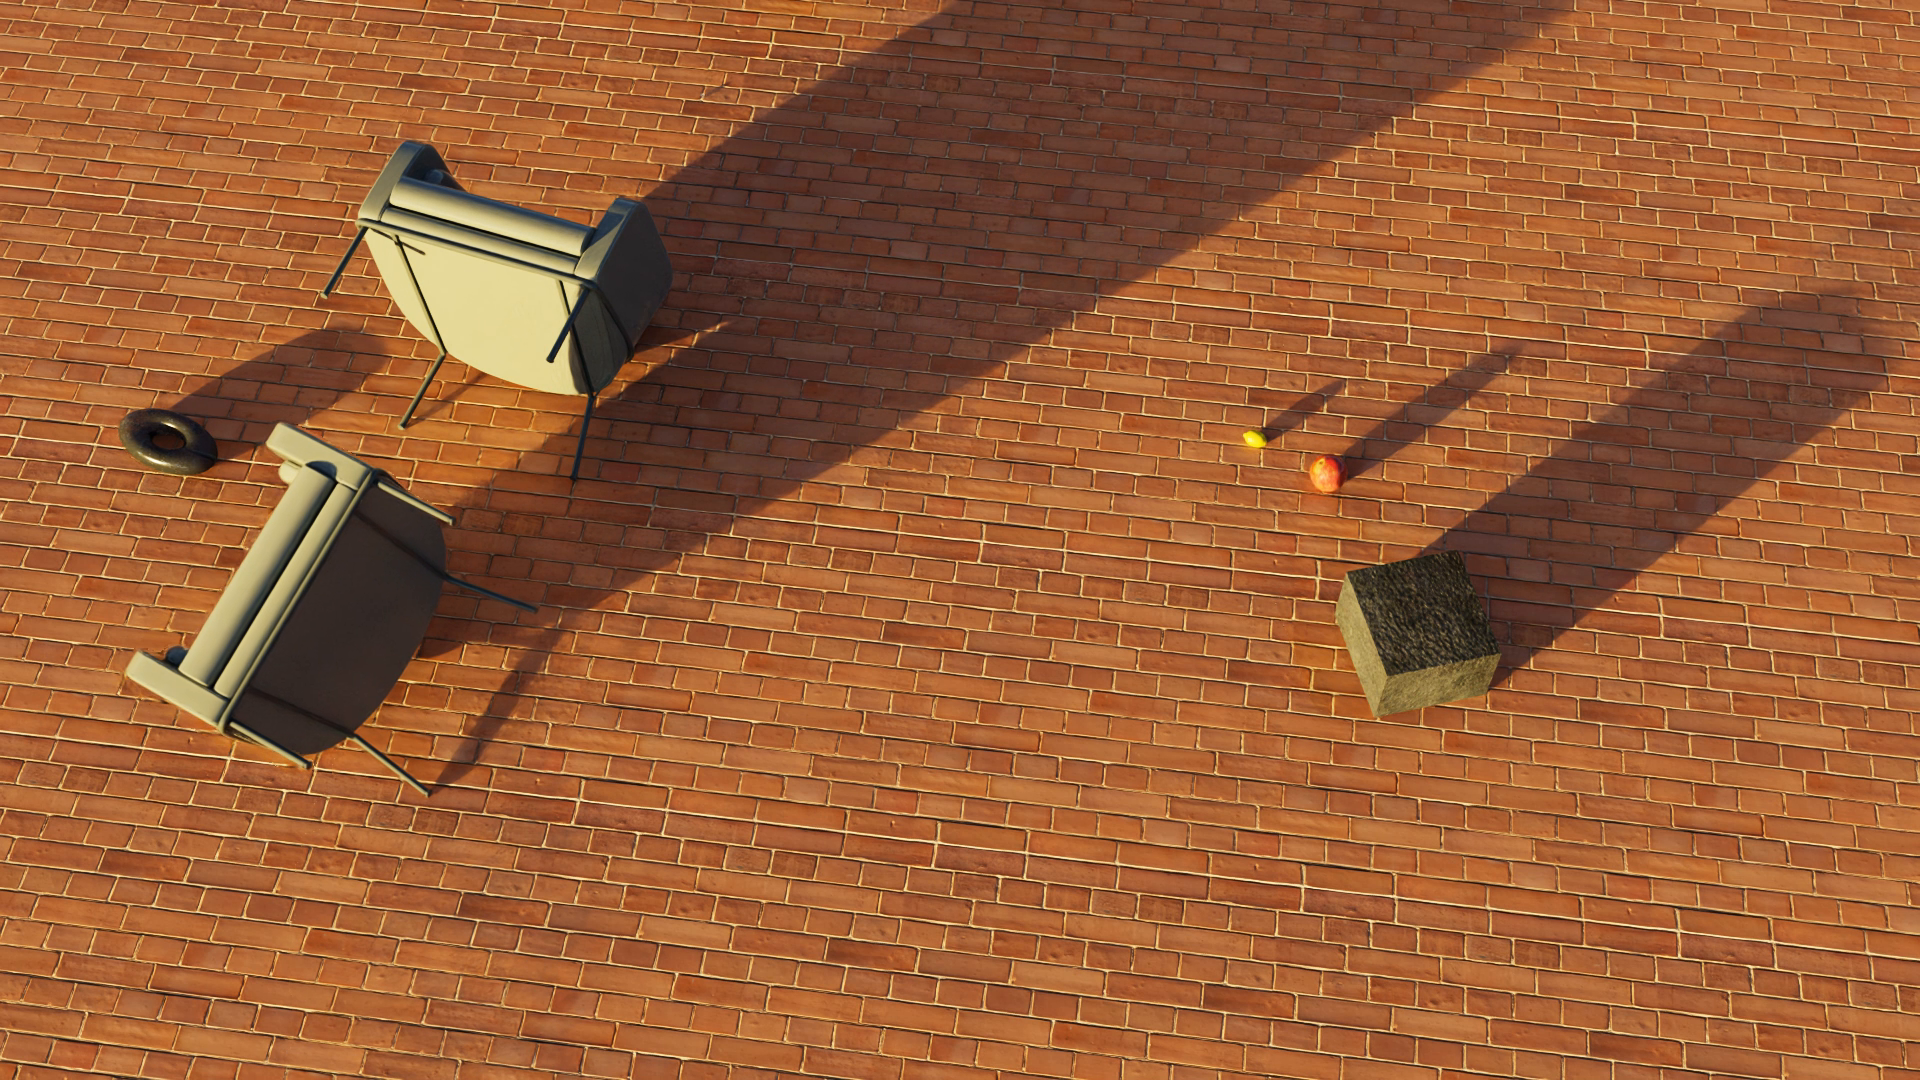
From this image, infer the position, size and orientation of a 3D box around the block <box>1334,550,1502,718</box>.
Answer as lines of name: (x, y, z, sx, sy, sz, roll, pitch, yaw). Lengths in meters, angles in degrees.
block: (1.297, 0.266, 6.256, 0.334, 0.231, 0.353, -11, 57, -7)

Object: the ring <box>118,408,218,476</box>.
ring: (-2.423, -0.301, 6.728, 0.345, 0.082, 0.196, 23, 60, 14)
